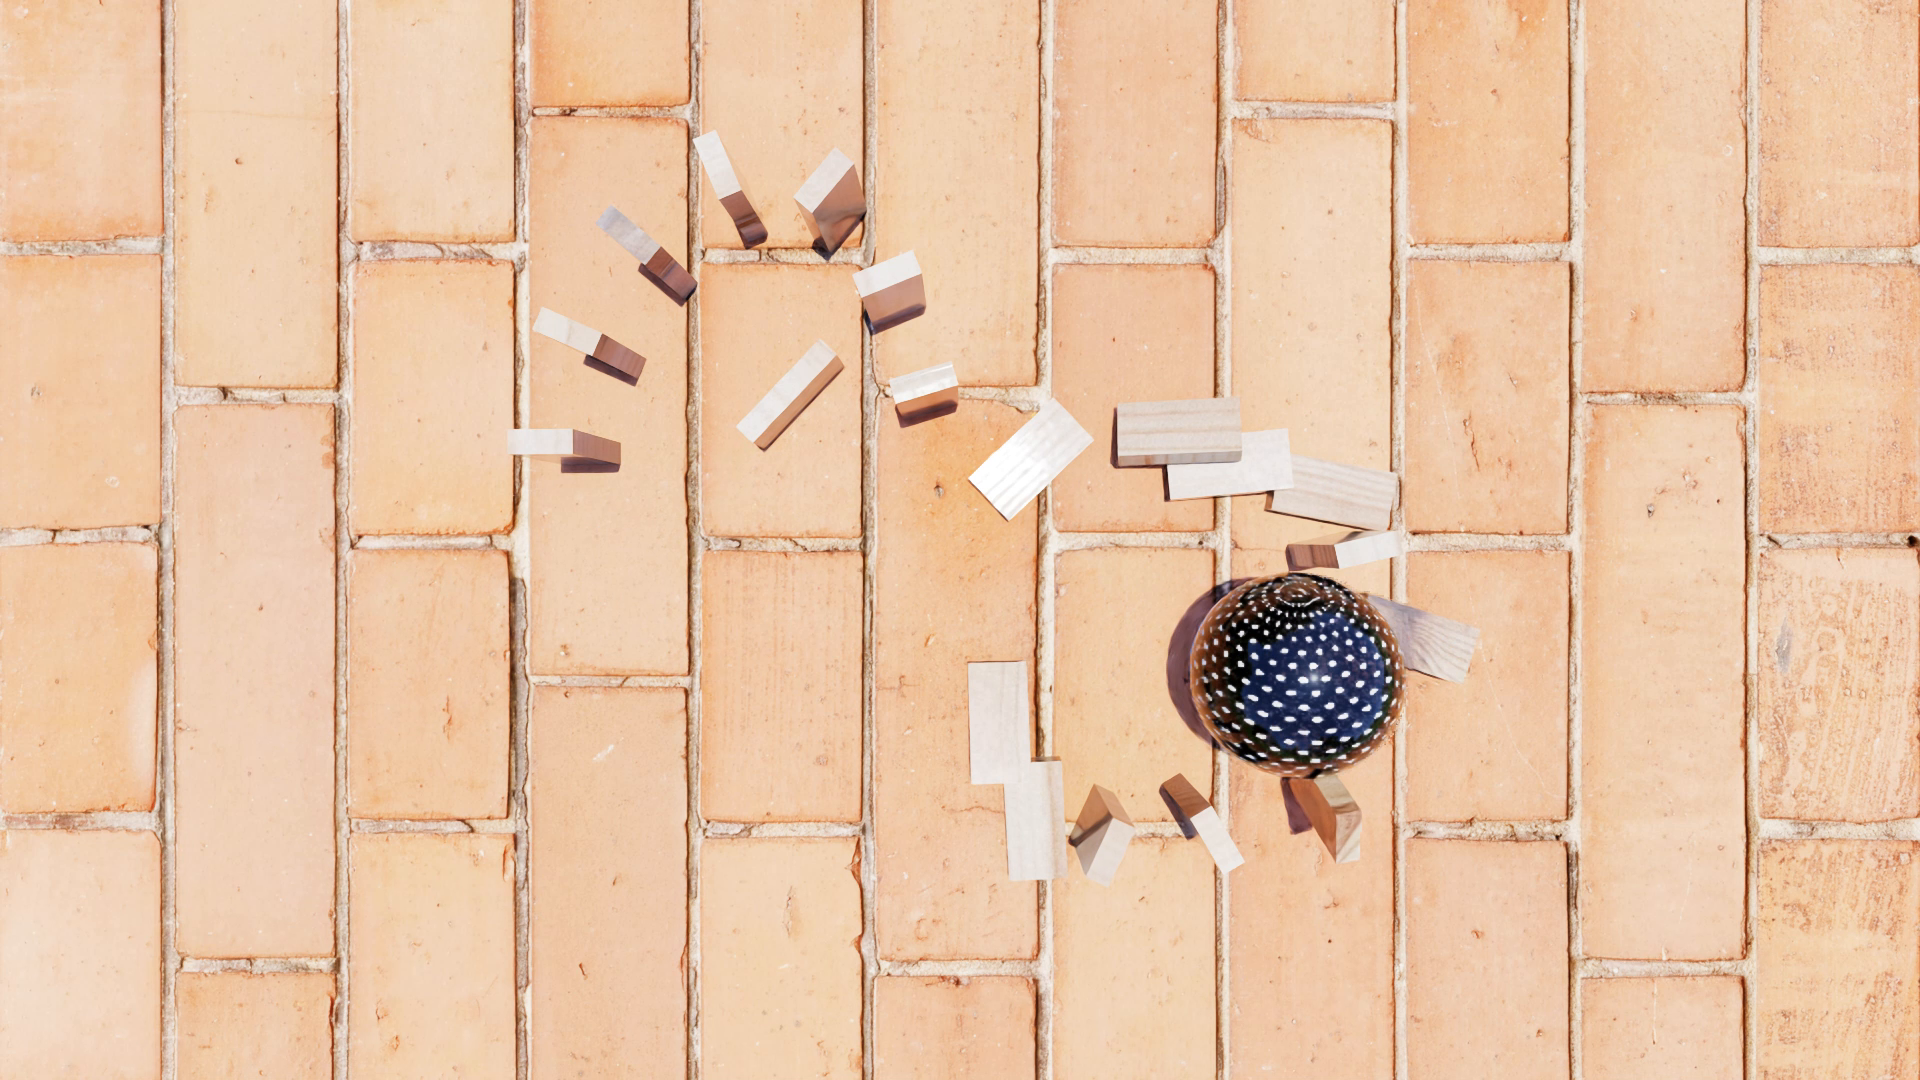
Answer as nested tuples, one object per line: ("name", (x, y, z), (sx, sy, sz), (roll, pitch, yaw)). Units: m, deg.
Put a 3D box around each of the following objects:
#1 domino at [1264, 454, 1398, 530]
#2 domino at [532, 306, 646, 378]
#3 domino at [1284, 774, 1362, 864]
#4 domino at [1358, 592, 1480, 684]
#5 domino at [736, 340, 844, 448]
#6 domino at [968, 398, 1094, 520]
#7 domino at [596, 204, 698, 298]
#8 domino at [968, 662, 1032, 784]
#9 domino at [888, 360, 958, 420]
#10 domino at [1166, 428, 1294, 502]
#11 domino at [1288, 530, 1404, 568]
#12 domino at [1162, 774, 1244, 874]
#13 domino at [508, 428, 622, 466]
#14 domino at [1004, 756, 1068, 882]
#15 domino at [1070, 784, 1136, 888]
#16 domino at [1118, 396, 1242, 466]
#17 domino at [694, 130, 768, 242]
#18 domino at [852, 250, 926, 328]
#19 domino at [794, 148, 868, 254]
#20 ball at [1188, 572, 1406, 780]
("domino", (0.160, -0.021, 0.395), (0.050, 0.010, 0.025), (11, 90, 0))
("domino", (-0.150, -0.080, 0.375), (0.025, 0.050, 0.009), (24, 90, 0))
("domino", (0.146, 0.103, 0.372), (0.010, 0.050, 0.025), (-11, 115, 0))
("domino", (0.194, 0.042, 0.395), (0.050, 0.010, 0.025), (17, 90, 0))
("domino", (-0.071, -0.061, 0.388), (0.009, 0.025, 0.050), (44, 90, 0))
("domino", (0.030, -0.035, 0.395), (0.050, 0.010, 0.025), (-44, 90, 0))
("domino", (-0.127, -0.117, 0.375), (0.025, 0.050, 0.009), (40, 90, 0))
("domino", (0.017, 0.078, 0.390), (0.025, 0.009, 0.050), (-2, 77, 0))
("domino", (-0.014, -0.060, 0.375), (0.025, 0.050, 0.009), (-17, 90, 0))
("domino", (0.114, -0.032, 0.390), (0.050, 0.010, 0.025), (-5, 87, 11))
("domino", (0.156, 0.004, 0.375), (0.025, 0.050, 0.009), (-13, 90, 0))
("domino", (0.098, 0.115, 0.375), (0.010, 0.050, 0.025), (-31, 90, 0))
("domino", (-0.160, -0.038, 0.375), (0.025, 0.050, 0.009), (0, 90, 0))
("domino", (0.032, 0.120, 0.395), (0.025, 0.010, 0.050), (-3, 90, 0))
("domino", (0.058, 0.120, 0.375), (0.010, 0.050, 0.025), (25, 90, 0))
("domino", (0.092, -0.046, 0.386), (0.050, 0.010, 0.025), (-1, 68, 12))
("domino", (-0.093, -0.143, 0.375), (0.009, 0.050, 0.025), (-23, 90, 0))
("domino", (-0.028, -0.102, 0.375), (0.025, 0.050, 0.009), (-22, 90, 0))
("domino", (-0.052, -0.138, 0.375), (0.010, 0.050, 0.025), (40, 90, 0))
("ball", (0.131, 0.053, 0.360), (0.080, 0.080, 0.080), (0, 90, 0))
